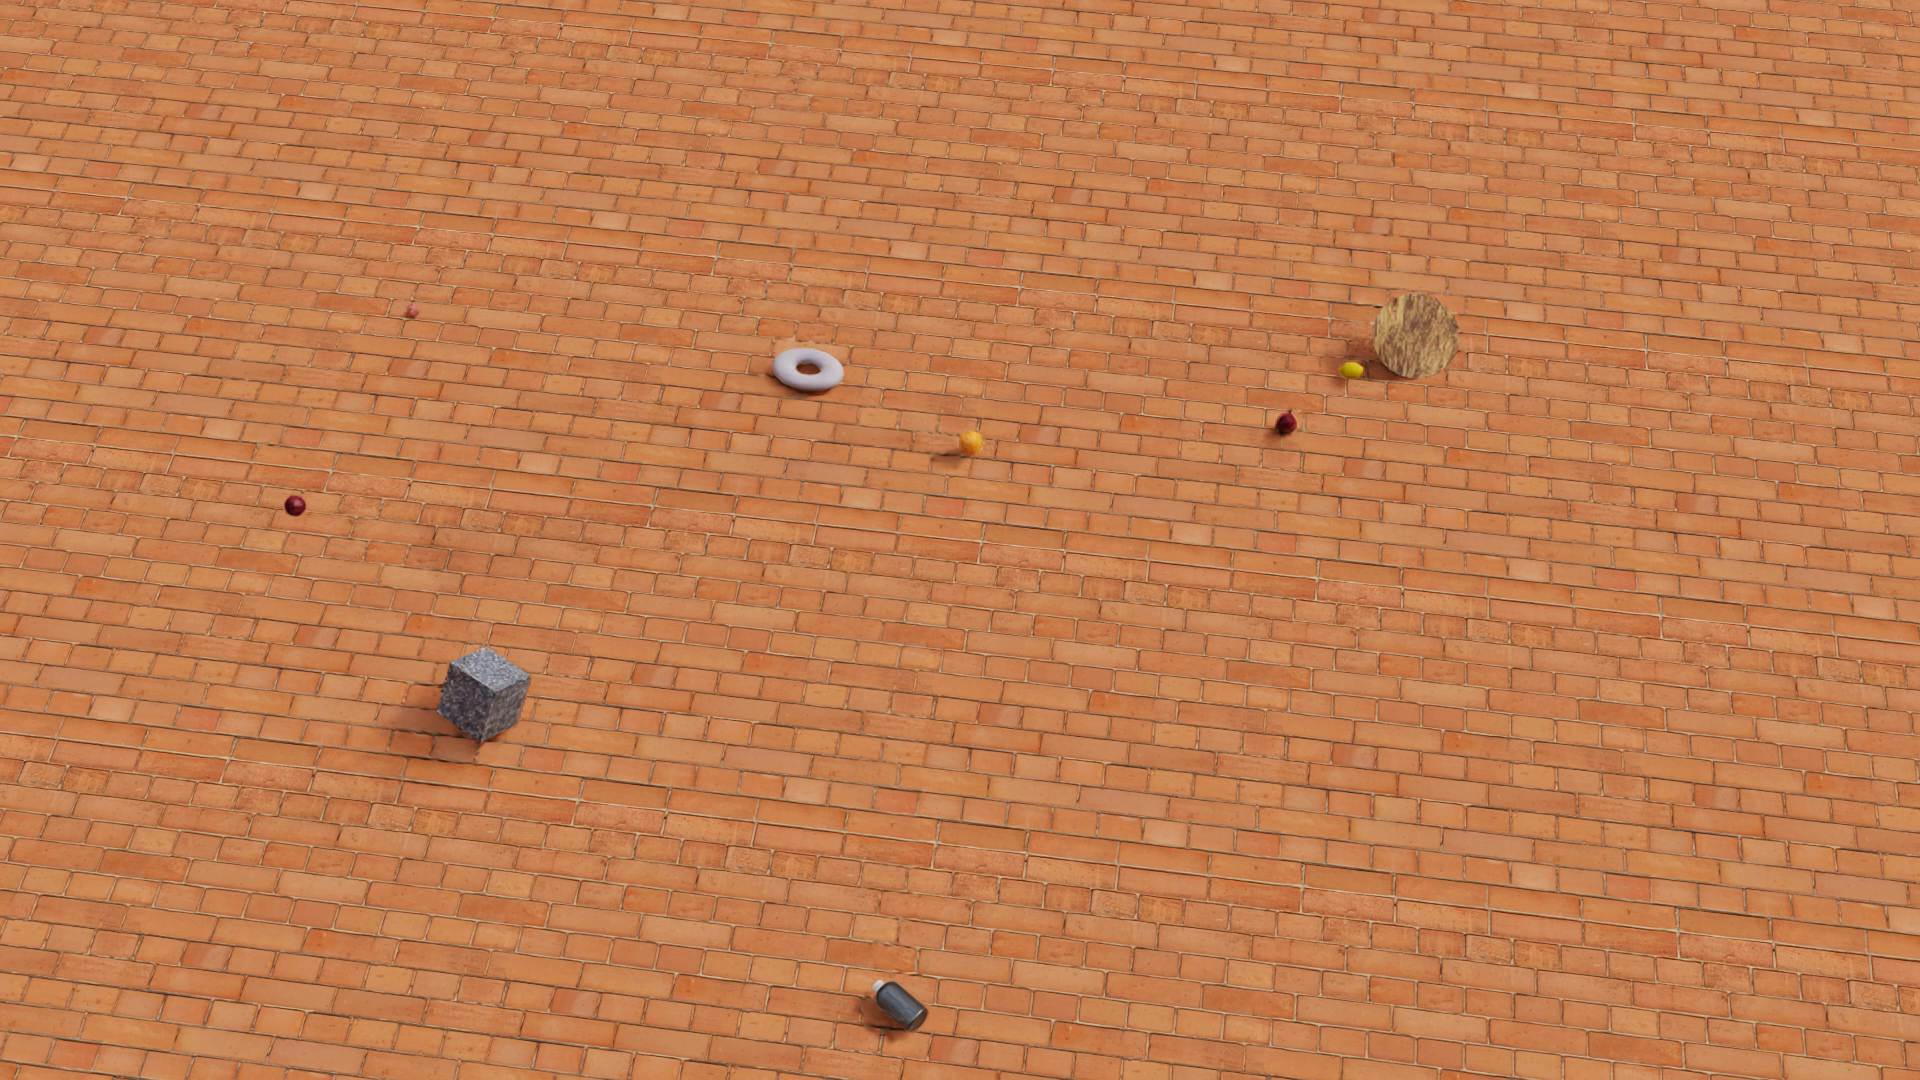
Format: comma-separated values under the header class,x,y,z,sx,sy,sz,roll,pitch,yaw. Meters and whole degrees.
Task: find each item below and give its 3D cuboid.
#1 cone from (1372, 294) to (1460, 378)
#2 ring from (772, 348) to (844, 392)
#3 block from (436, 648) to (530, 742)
class,x,y,z,sx,sy,sz,roll,pitch,yaw
cone,1.418,-0.646,6.953,0.294,0.122,0.262,13,94,-13
ring,-0.477,-0.534,6.906,0.233,0.044,0.158,12,57,9
block,-1.333,0.431,6.149,0.167,0.170,0.151,30,26,19
